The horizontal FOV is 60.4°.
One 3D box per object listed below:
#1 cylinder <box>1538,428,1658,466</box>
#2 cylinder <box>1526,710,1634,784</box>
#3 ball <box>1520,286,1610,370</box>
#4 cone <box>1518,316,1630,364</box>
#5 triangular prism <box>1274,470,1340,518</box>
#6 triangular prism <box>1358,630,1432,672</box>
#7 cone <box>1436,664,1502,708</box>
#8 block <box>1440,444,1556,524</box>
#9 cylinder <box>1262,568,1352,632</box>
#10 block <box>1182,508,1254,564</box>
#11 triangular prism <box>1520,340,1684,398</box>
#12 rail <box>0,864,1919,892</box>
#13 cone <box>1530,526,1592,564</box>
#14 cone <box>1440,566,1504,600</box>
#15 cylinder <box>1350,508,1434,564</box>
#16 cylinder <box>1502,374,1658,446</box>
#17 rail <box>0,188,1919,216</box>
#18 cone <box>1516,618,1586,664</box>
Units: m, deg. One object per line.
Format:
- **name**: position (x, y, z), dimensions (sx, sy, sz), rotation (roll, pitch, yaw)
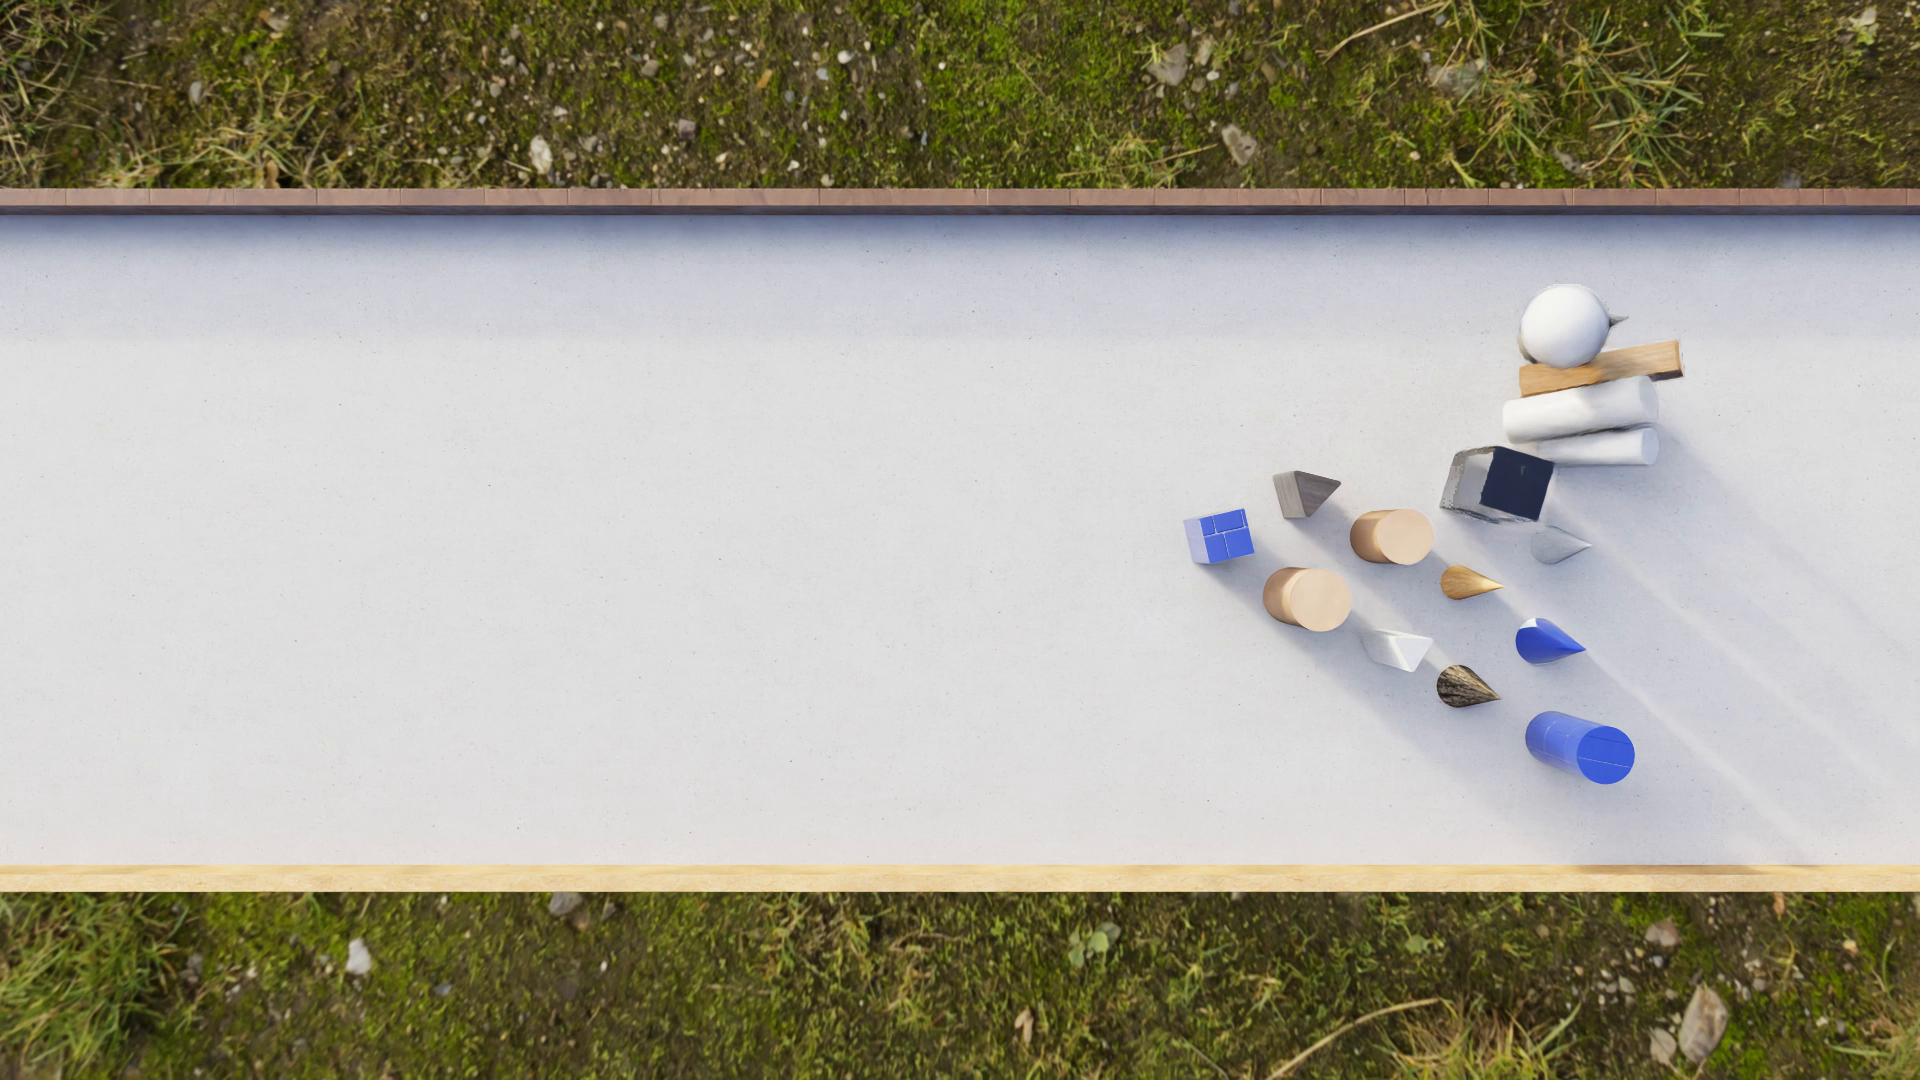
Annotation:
- **cylinder**: position (1.900, -0.277, 4.920), dimensions (0.110, 0.323, 0.110), rotation (-2, 93, -41)
- **cylinder**: position (1.822, 0.607, 4.864), dimensions (0.165, 0.424, 0.165), rotation (0, 90, 0)
- **ball**: position (1.724, -0.606, 4.703), dimensions (0.238, 0.238, 0.238), rotation (0, 90, 0)
- **cone**: position (1.828, -0.618, 4.844), dimensions (0.136, 0.445, 0.136), rotation (1, 87, -15)
- **triangular prism**: position (1.005, -0.157, 4.908), dimensions (0.120, 0.337, 0.138), rotation (44, 90, 0)
- **triangular prism**: position (1.262, 0.301, 4.858), dimensions (0.094, 0.437, 0.109), rotation (32, 90, 0)
- **cone**: position (1.533, 0.450, 4.871), dimensions (0.132, 0.411, 0.132), rotation (0, 90, 0)
- **block**: position (1.584, -0.161, 4.885), dimensions (0.176, 0.381, 0.176), rotation (17, 90, 0)
- **cylinder**: position (1.020, 0.171, 4.870), dimensions (0.176, 0.413, 0.176), rotation (0, 90, 0)
- **block**: position (0.764, -0.012, 4.899), dimensions (0.132, 0.355, 0.132), rotation (-13, 90, 0)
- **triangular prism**: position (1.906, -0.485, 4.912), dimensions (0.448, 0.102, 0.118), rotation (-8, 113, 27)
- **rail**: position (-2.247, 1.025, 5.001), dimensions (12.000, 0.150, 0.050), rotation (0, 90, 0)
- **cone**: position (1.816, 0.016, 4.904), dimensions (0.120, 0.345, 0.120), rotation (0, 90, 0)
- **cone**: position (1.533, 0.131, 4.854), dimensions (0.107, 0.445, 0.107), rotation (0, 90, 0)
- **cylinder**: position (1.280, -0.010, 4.907), dimensions (0.161, 0.340, 0.161), rotation (0, 90, 0)
- **cylinder**: position (1.830, -0.382, 4.880), dimensions (0.411, 0.137, 0.137), rotation (-10, 90, 42)
- **rail**: position (-2.247, -1.025, 5.002), dimensions (12.000, 0.150, 0.050), rotation (0, 90, 0)
- **cone**: position (1.782, 0.312, 4.881), dimensions (0.145, 0.390, 0.145), rotation (0, 90, 0)
